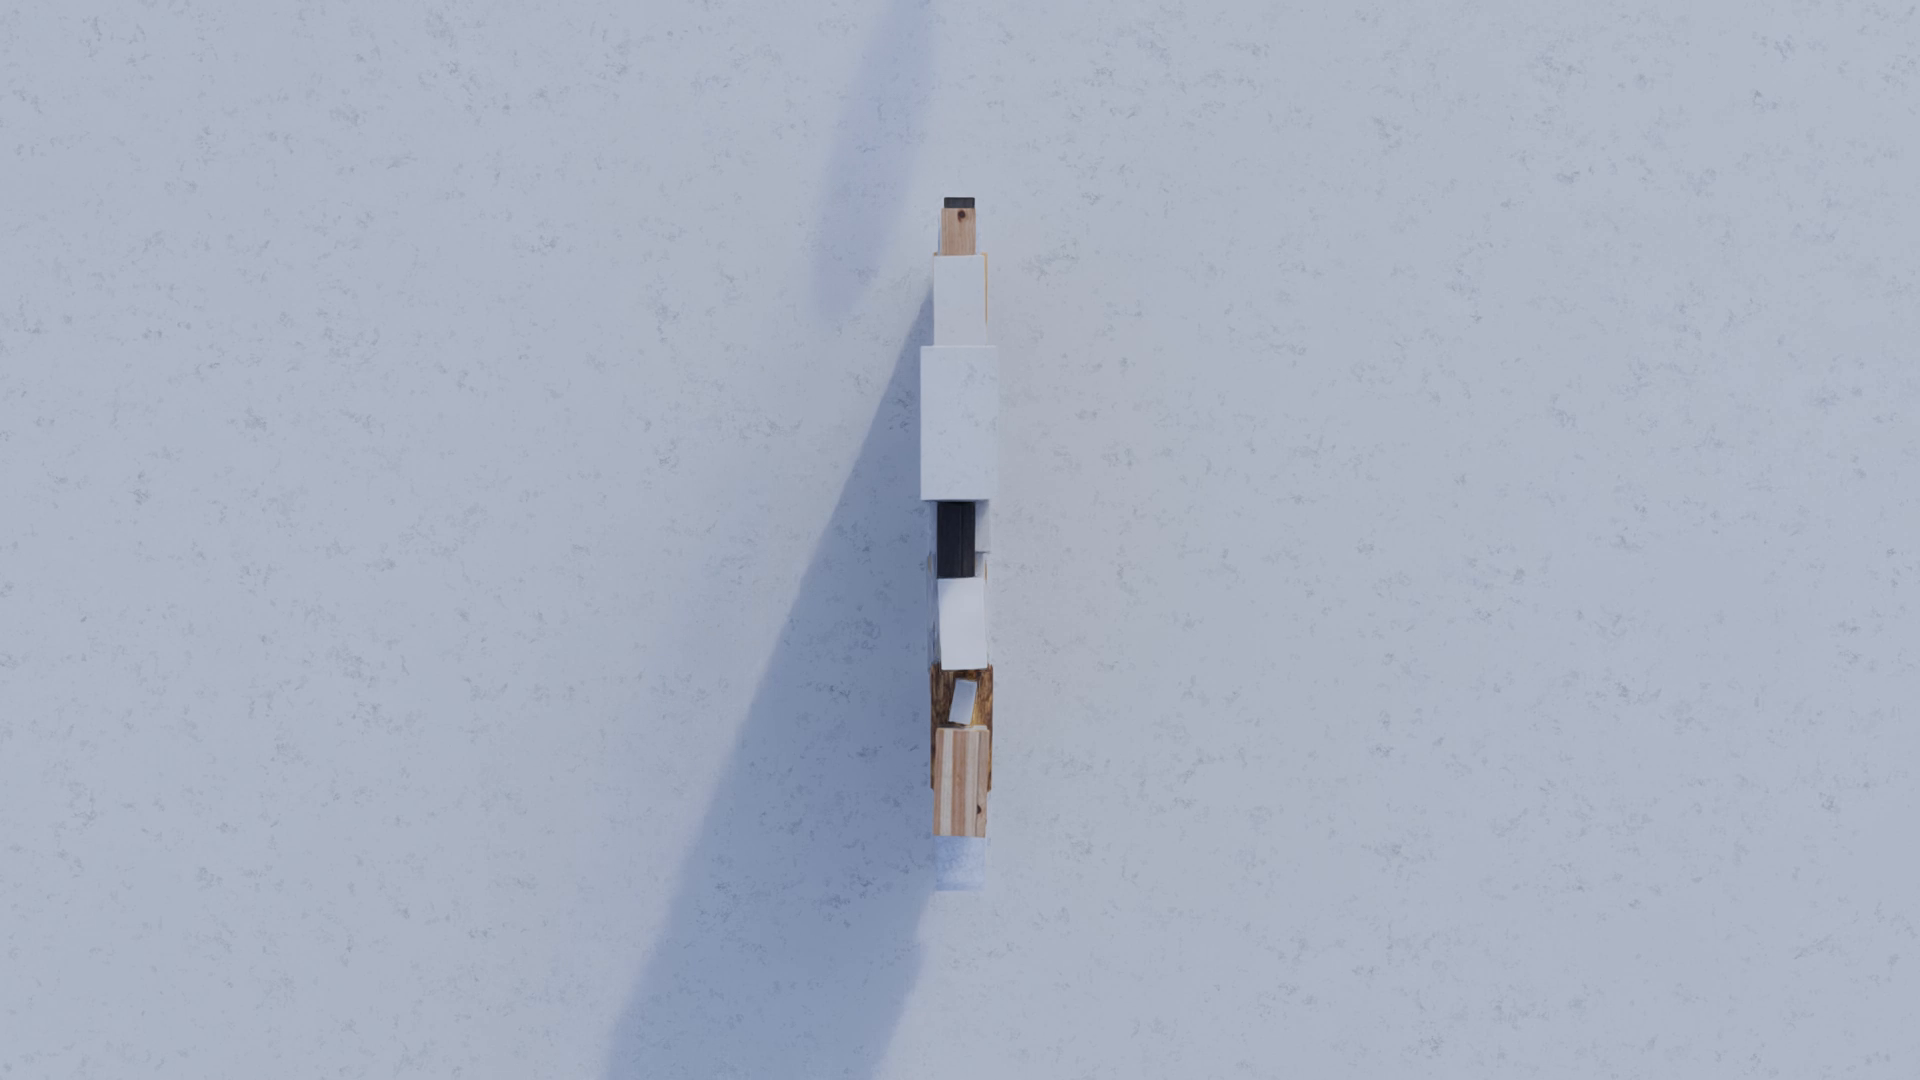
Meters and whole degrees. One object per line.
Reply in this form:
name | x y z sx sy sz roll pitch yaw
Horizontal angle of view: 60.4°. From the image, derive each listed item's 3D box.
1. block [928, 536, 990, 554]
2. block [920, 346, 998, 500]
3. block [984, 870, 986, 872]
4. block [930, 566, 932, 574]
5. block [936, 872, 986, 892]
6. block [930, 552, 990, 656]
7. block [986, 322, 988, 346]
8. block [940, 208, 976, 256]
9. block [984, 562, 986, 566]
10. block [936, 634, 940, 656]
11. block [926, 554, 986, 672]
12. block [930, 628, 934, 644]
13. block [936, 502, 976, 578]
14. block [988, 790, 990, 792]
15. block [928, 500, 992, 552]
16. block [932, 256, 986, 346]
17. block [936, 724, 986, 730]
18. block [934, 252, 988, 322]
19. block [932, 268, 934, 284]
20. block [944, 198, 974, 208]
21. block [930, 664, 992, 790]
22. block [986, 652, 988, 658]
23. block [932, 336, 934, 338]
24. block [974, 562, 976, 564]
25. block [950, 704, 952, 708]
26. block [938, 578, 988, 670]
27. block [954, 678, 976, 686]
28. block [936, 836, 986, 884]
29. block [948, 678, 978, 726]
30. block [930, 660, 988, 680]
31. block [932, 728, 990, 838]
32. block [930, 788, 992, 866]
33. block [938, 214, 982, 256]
block | -0.003 -0.128 4.475 0.166 0.047 0.333 0 91 0
block | -0.002 -0.262 3.727 0.172 0.049 0.345 0 88 0
block | 0.003 0.828 4.367 0.122 0.315 0.035 0 90 0
block | -0.009 0.067 4.338 0.135 0.270 0.038 -2 87 0
block | 0.002 0.823 4.544 0.140 0.040 0.280 0 90 0
block | -0.001 0.153 4.168 0.135 0.038 0.270 -3 81 0
block | 0.000 -0.440 4.445 0.144 0.041 0.288 1 90 0
block | -0.005 -0.777 4.331 0.091 0.026 0.183 0 90 0
block | -0.004 0.087 4.764 0.158 0.406 0.045 2 91 0
block | -0.002 0.262 4.019 0.107 0.214 0.030 9 93 -3
block | -0.009 0.199 4.478 0.158 0.045 0.317 -1 81 0
block | -0.009 0.248 4.310 0.135 0.270 0.038 -3 88 0
block | -0.010 0.002 3.914 0.090 0.026 0.181 0 105 -1
block | 0.005 0.525 4.476 0.153 0.043 0.307 0 90 0
block | 0.000 -0.128 4.117 0.156 0.044 0.311 -1 91 0
block | -0.001 -0.552 3.934 0.122 0.035 0.245 -1 90 0
block | 0.004 0.479 3.966 0.122 0.245 0.035 0 92 0
block | 0.003 -0.728 5.143 0.167 0.047 0.333 0 90 0
block | -0.004 -0.636 4.073 0.122 0.245 0.035 0 91 0
block | -0.002 -0.876 4.644 0.086 0.024 0.173 0 90 0
block | 0.004 0.465 4.109 0.153 0.043 0.306 0 93 0
block | -0.002 0.306 4.646 0.158 0.317 0.045 -1 88 0
block | -0.003 -0.473 4.074 0.122 0.245 0.035 0 91 0
block | -0.011 0.052 4.054 0.090 0.216 0.026 -7 89 -1
block | 0.001 0.419 4.033 0.052 0.104 0.015 3 94 1
block | 0.005 0.199 3.903 0.107 0.030 0.214 -2 83 -4
block | 0.014 0.352 4.030 0.052 0.103 0.015 6 93 1
block | 0.003 0.747 4.192 0.122 0.035 0.245 0 90 0
block | 0.007 0.390 3.972 0.052 0.015 0.104 10 92 1
block | -0.001 0.354 4.279 0.153 0.306 0.043 -1 93 0
block | 0.003 0.562 3.828 0.122 0.035 0.245 2 92 0
block | 0.002 0.779 4.869 0.178 0.050 0.356 0 90 0
block | -0.001 -0.829 4.847 0.127 0.036 0.255 0 90 0
